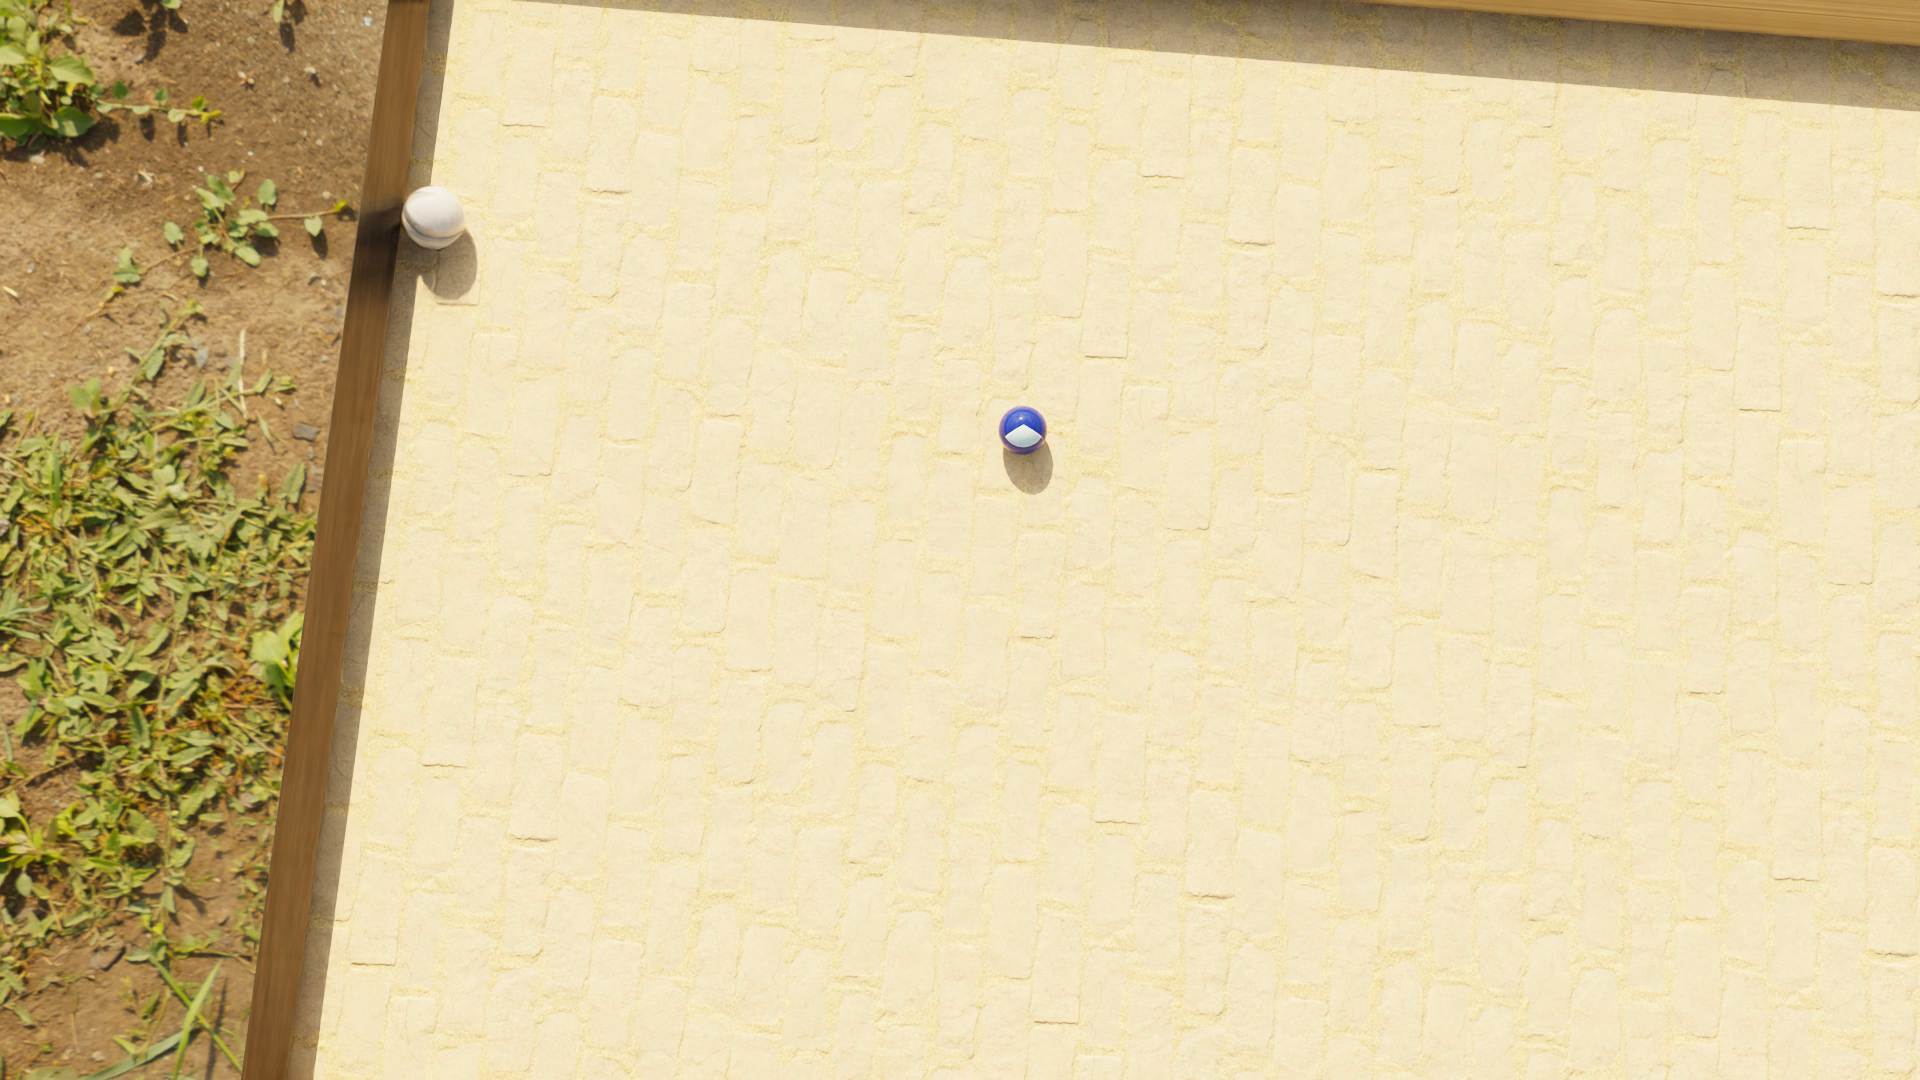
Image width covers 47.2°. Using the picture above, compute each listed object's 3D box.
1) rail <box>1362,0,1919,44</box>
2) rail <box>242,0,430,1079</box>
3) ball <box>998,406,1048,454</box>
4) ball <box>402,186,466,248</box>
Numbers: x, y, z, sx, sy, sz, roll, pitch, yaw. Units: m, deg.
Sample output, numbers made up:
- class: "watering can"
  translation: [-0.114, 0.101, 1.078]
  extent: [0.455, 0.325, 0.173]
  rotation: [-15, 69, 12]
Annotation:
- class: "rail"
  translation: [1.007, -0.824, 3.400]
  extent: [3.736, 0.123, 0.045]
  rotation: [5, 80, 1]
- class: "rail"
  translation: [-0.907, -0.078, 3.269]
  extent: [0.045, 0.123, 1.876]
  rotation: [5, 80, 1]
- class: "ball"
  translation: [0.095, -0.165, 3.310]
  extent: [0.075, 0.075, 0.075]
  rotation: [0, 80, 0]
- class: "ball"
  translation: [-0.803, -0.492, 3.357]
  extent: [0.094, 0.094, 0.094]
  rotation: [0, 80, 0]
